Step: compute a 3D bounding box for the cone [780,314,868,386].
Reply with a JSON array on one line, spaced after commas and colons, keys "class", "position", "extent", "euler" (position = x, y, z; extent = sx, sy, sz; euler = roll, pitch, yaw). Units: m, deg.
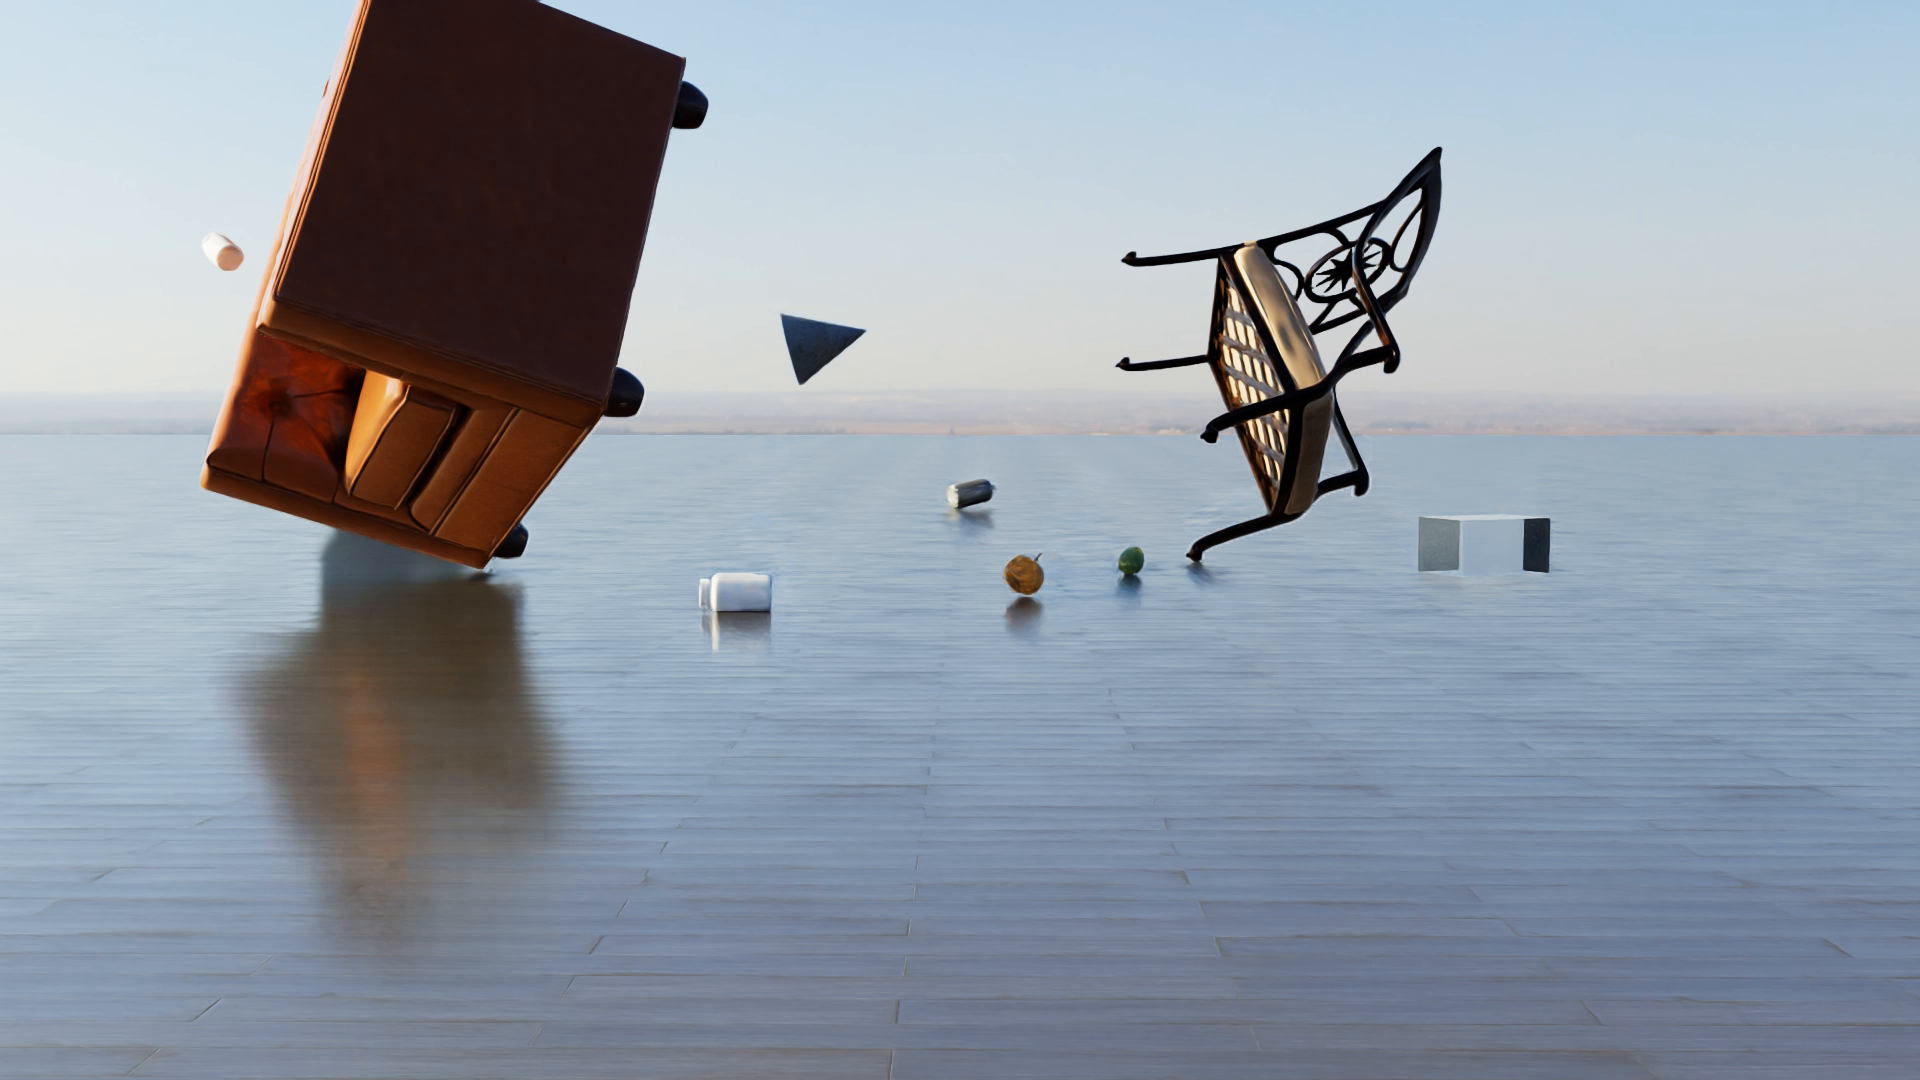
[{"class": "cone", "position": [-0.373, -0.570, 6.274], "extent": [0.228, 0.213, 0.255], "euler": [-14, -6, 0]}]

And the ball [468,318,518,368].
[{"class": "ball", "position": [-1.631, -0.690, 7.680], "extent": [0.176, 0.176, 0.176], "euler": [0, 4, 0]}]

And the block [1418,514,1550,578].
[{"class": "block", "position": [1.282, 0.012, 5.381], "extent": [0.262, 0.136, 0.174], "euler": [-2, 4, -25]}]
